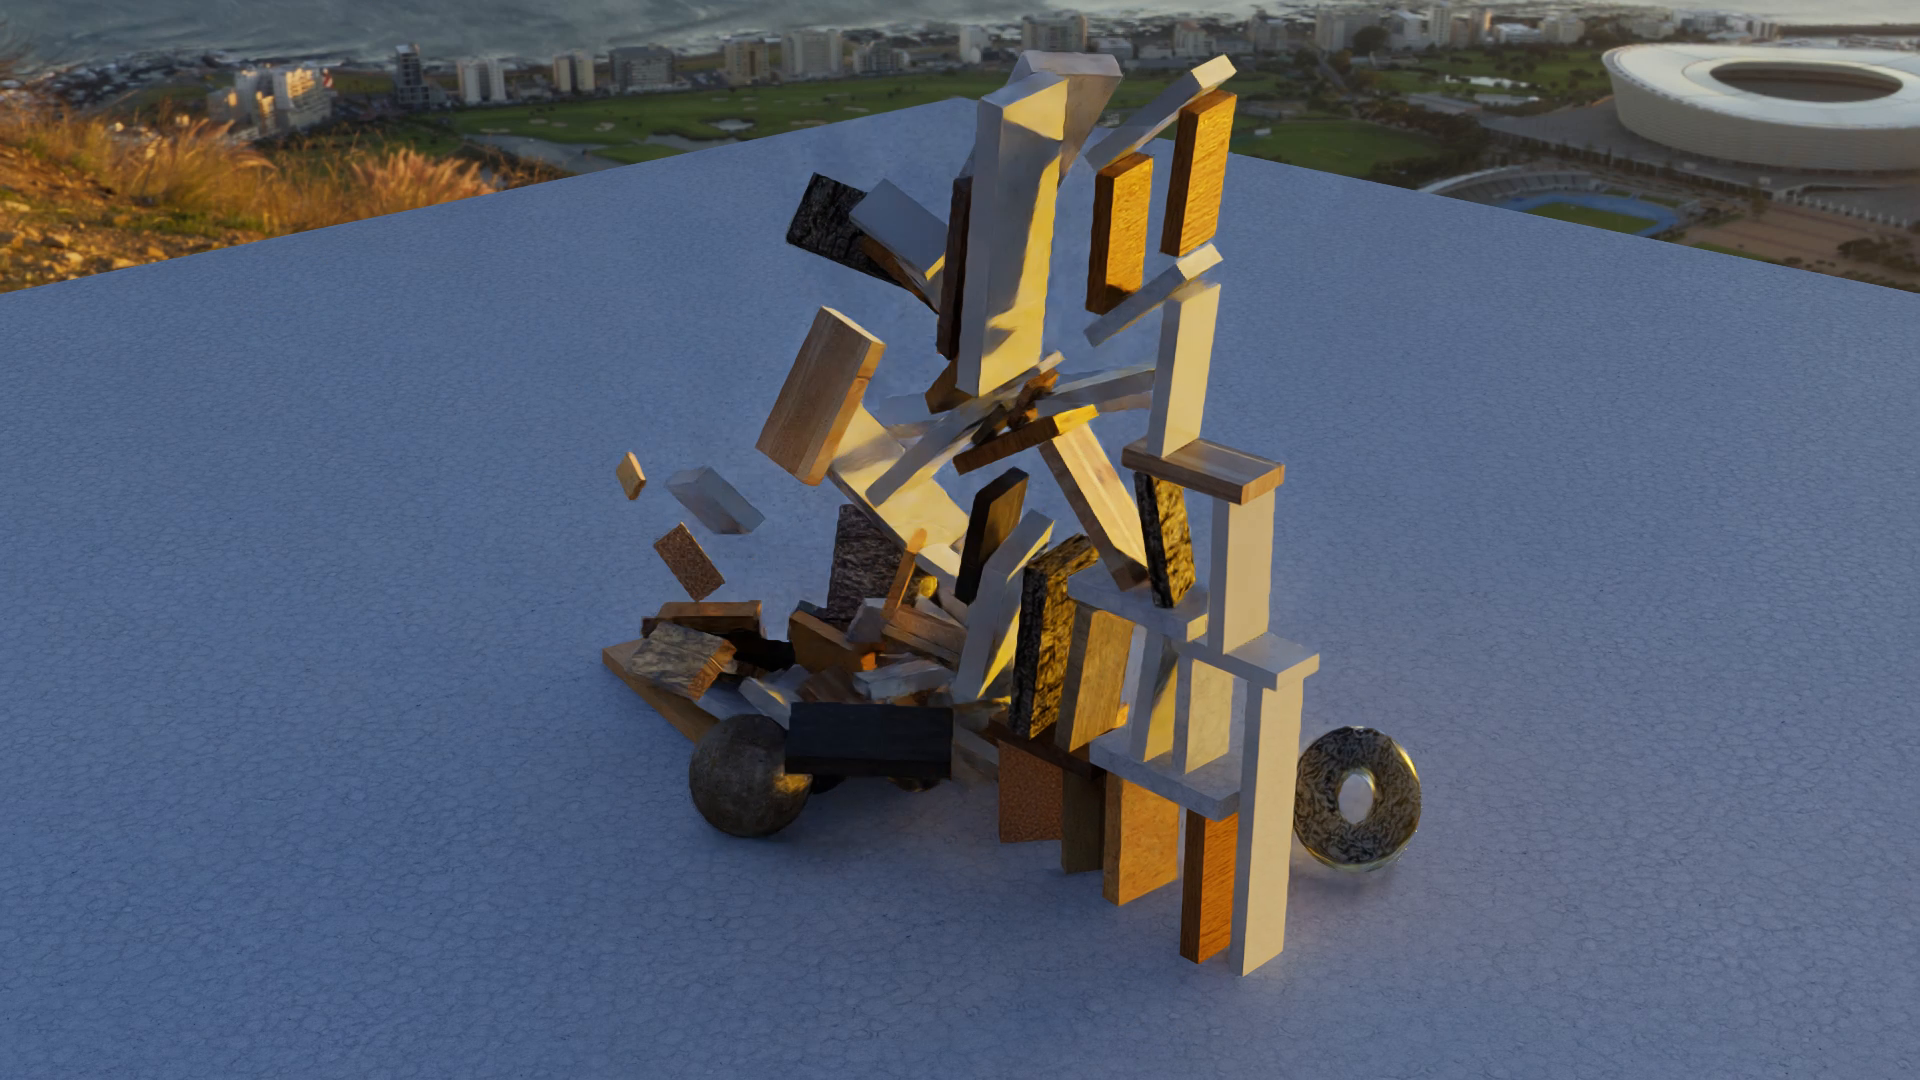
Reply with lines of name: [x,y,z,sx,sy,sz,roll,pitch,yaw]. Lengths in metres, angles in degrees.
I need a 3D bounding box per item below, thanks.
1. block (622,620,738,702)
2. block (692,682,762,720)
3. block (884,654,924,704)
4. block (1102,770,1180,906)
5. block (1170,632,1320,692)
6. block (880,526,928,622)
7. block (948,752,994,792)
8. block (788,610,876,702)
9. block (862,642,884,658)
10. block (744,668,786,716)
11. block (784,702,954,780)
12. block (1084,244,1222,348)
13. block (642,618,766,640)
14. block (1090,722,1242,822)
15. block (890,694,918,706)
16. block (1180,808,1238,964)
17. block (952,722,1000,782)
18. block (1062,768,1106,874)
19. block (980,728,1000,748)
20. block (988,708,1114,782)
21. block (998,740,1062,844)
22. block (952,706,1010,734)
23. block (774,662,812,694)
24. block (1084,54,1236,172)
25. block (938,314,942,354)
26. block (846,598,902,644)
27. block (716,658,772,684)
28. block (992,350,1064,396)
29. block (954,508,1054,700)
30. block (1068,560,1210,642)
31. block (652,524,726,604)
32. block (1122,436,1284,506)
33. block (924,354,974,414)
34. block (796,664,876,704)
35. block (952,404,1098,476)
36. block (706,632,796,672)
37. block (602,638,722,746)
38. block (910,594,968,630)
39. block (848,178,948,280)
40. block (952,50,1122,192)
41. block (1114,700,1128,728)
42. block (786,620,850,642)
block: [-0.558,0.238,4.368,0.257,0.036,0.129,11,58,53]
block: [-0.461,0.370,4.740,0.113,0.032,0.227,-8,25,-45]
block: [-0.121,0.297,4.709,0.077,0.155,0.022,-24,65,-19]
block: [0.343,0.524,4.136,0.152,0.304,0.043,-18,29,-36]
block: [0.488,0.190,3.783,0.117,0.033,0.233,-21,31,-40]
block: [-0.109,0.067,4.280,0.024,0.172,0.086,23,35,2]
block: [-0.001,0.482,4.598,0.140,0.020,0.070,21,31,40]
block: [-0.273,0.253,4.774,0.035,0.124,0.248,-29,38,-33]
block: [-0.222,0.244,4.829,0.077,0.022,0.155,6,-15,-15]
block: [-0.343,0.377,4.684,0.227,0.032,0.113,42,34,15]
block: [-0.144,0.320,3.526,0.262,0.037,0.131,2,37,0]
block: [0.318,-0.404,3.640,0.233,0.033,0.117,-34,0,44]
block: [-0.580,0.212,5.001,0.265,0.037,0.132,-2,-18,2]
block: [0.397,0.408,3.964,0.152,0.043,0.304,-21,31,-40]
block: [-0.087,0.394,4.663,0.139,0.020,0.070,48,31,12]
block: [0.468,0.597,3.964,0.152,0.304,0.043,-21,31,-41]
block: [0.075,0.458,4.497,0.229,0.114,0.032,27,70,37]
block: [0.263,0.512,4.220,0.130,0.260,0.037,-6,24,-13]
block: [0.134,0.442,4.465,0.032,0.114,0.229,-49,22,-20]
block: [0.193,0.372,4.168,0.260,0.037,0.130,21,32,40]
block: [0.144,0.469,4.321,0.130,0.260,0.037,-3,23,-7]
block: [0.043,0.381,4.595,0.229,0.032,0.114,-16,-14,42]
block: [-0.288,0.376,4.661,0.248,0.035,0.124,39,34,6]
block: [0.316,-0.675,3.487,0.242,0.034,0.121,-34,1,40]
block: [0.038,-0.429,4.096,0.153,0.043,0.307,0,29,1]
block: [-0.183,0.170,4.646,0.077,0.155,0.022,5,58,-18]
block: [-0.516,0.286,4.832,0.113,0.032,0.227,24,-14,-40]
block: [0.117,-0.291,3.847,0.065,0.018,0.131,-35,8,-41]
block: [0.081,0.124,4.117,0.050,0.354,0.177,28,48,14]
block: [0.335,0.102,3.889,0.267,0.038,0.134,21,31,38]
block: [-0.602,0.052,4.888,0.081,0.162,0.023,-37,7,-4]
block: [0.408,-0.126,3.701,0.246,0.035,0.123,21,32,36]
block: [0.036,-0.296,3.943,0.140,0.040,0.280,-17,-7,-16]
block: [-0.221,0.377,4.652,0.248,0.035,0.124,45,35,13]
block: [0.115,-0.184,3.928,0.247,0.035,0.123,-21,5,41]
block: [-0.478,0.258,4.938,0.265,0.037,0.132,7,-22,-13]
block: [-0.628,0.340,4.912,0.132,0.037,0.524,-14,27,-30]
block: [-0.030,0.200,4.620,0.182,0.026,0.091,38,36,-12]
block: [-0.097,-0.554,3.911,0.190,0.027,0.095,39,77,20]
block: [0.126,-0.683,3.704,0.169,0.338,0.048,-3,58,-27]
block: [0.297,0.417,4.659,0.026,0.091,0.182,20,30,29]
block: [-0.290,0.213,4.988,0.109,0.031,0.218,11,-12,-33]
